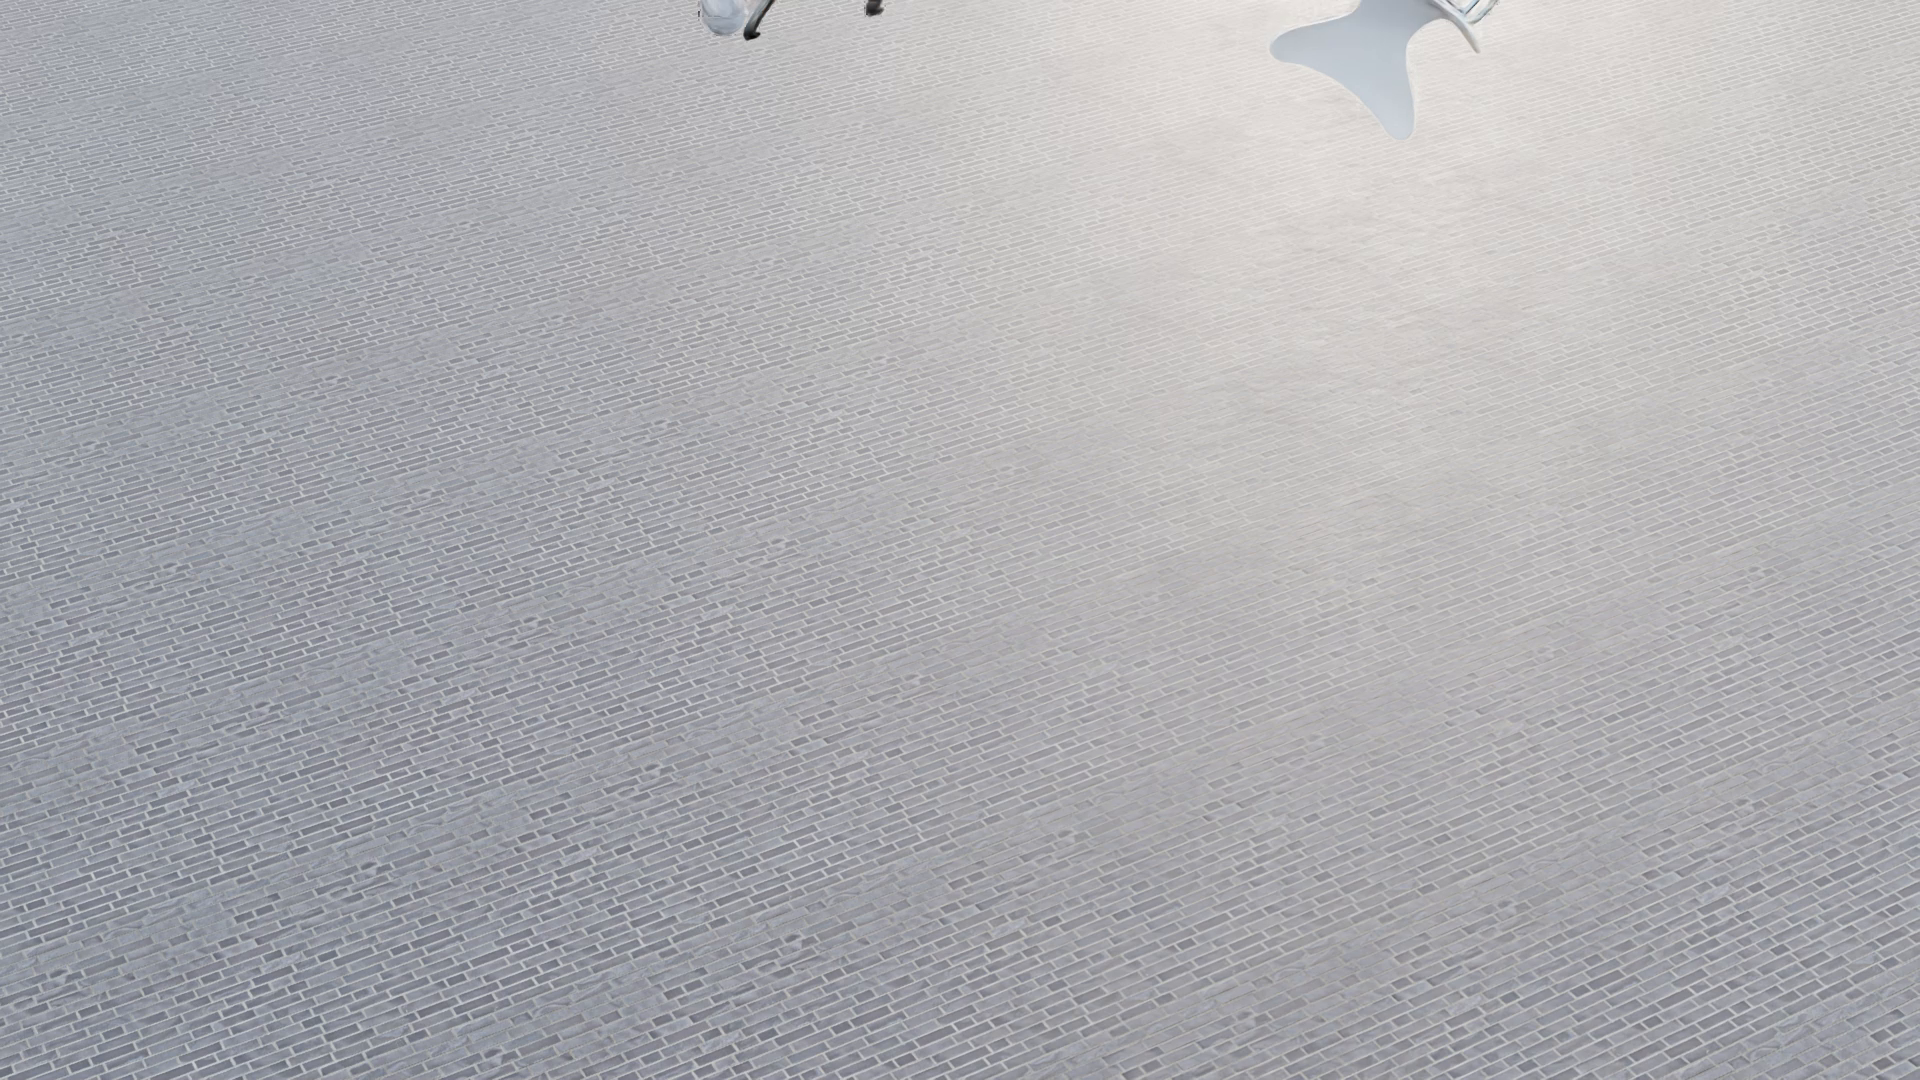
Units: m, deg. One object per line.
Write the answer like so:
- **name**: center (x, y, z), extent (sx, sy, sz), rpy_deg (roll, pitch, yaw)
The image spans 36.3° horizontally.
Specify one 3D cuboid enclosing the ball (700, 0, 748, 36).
- **ball**: center (-0.591, -1.321, 7.323), extent (0.119, 0.119, 0.119), rpy_deg (0, 33, 0)
